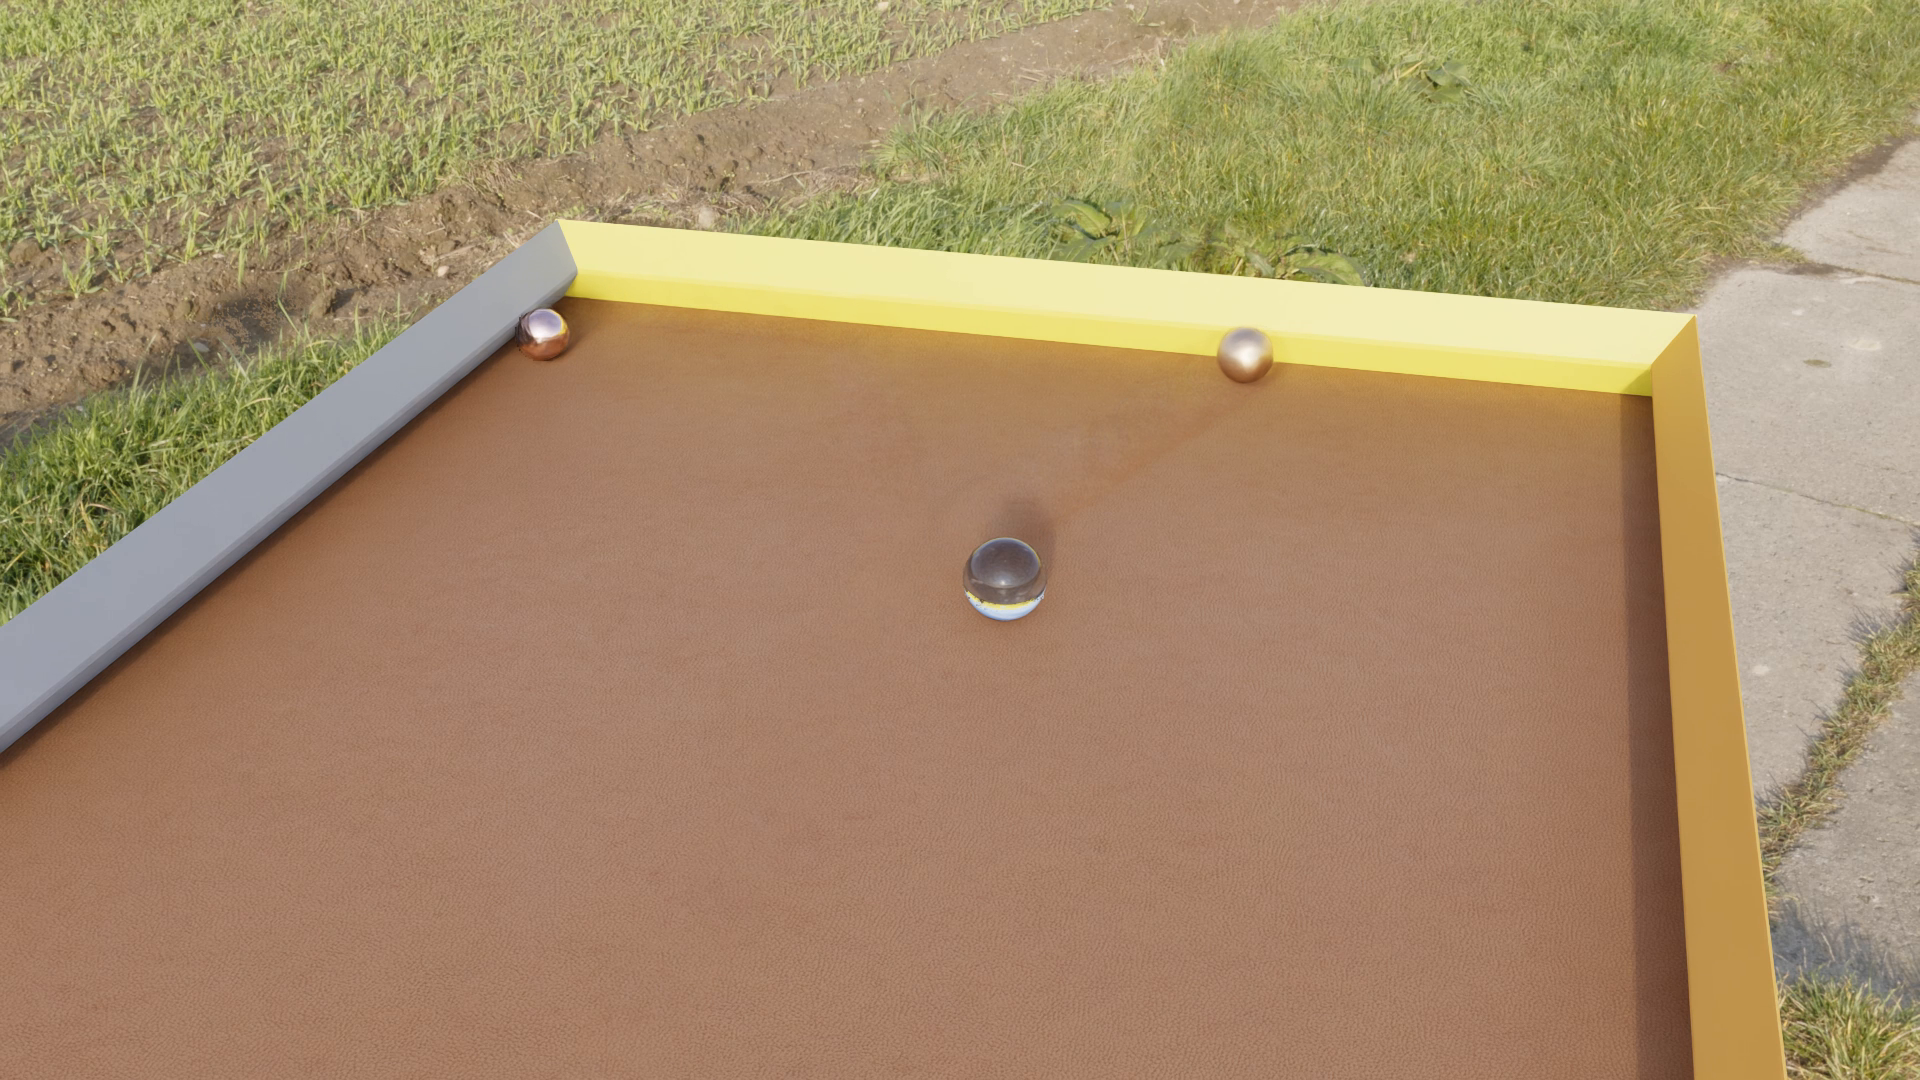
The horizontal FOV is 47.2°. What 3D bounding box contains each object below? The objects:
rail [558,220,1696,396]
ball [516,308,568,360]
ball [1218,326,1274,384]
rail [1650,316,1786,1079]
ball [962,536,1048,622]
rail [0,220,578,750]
[{"bbox_3d":[0.160,-0.287,2.749,1.445,0.105,0.045,7,27,13],"label":"rail"},{"bbox_3d":[-0.519,-0.256,2.735,0.064,0.064,0.064,0,26,0],"label":"ball"},{"bbox_3d":[0.346,-0.225,2.665,0.069,0.069,0.069,0,26,0],"label":"ball"},{"bbox_3d":[0.511,0.346,1.461,0.045,0.105,2.649,7,27,13],"label":"rail"},{"bbox_3d":[0.043,0.037,2.117,0.081,0.081,0.081,0,26,0],"label":"ball"},{"bbox_3d":[-0.843,0.191,1.776,0.045,0.105,2.649,7,27,13],"label":"rail"}]
